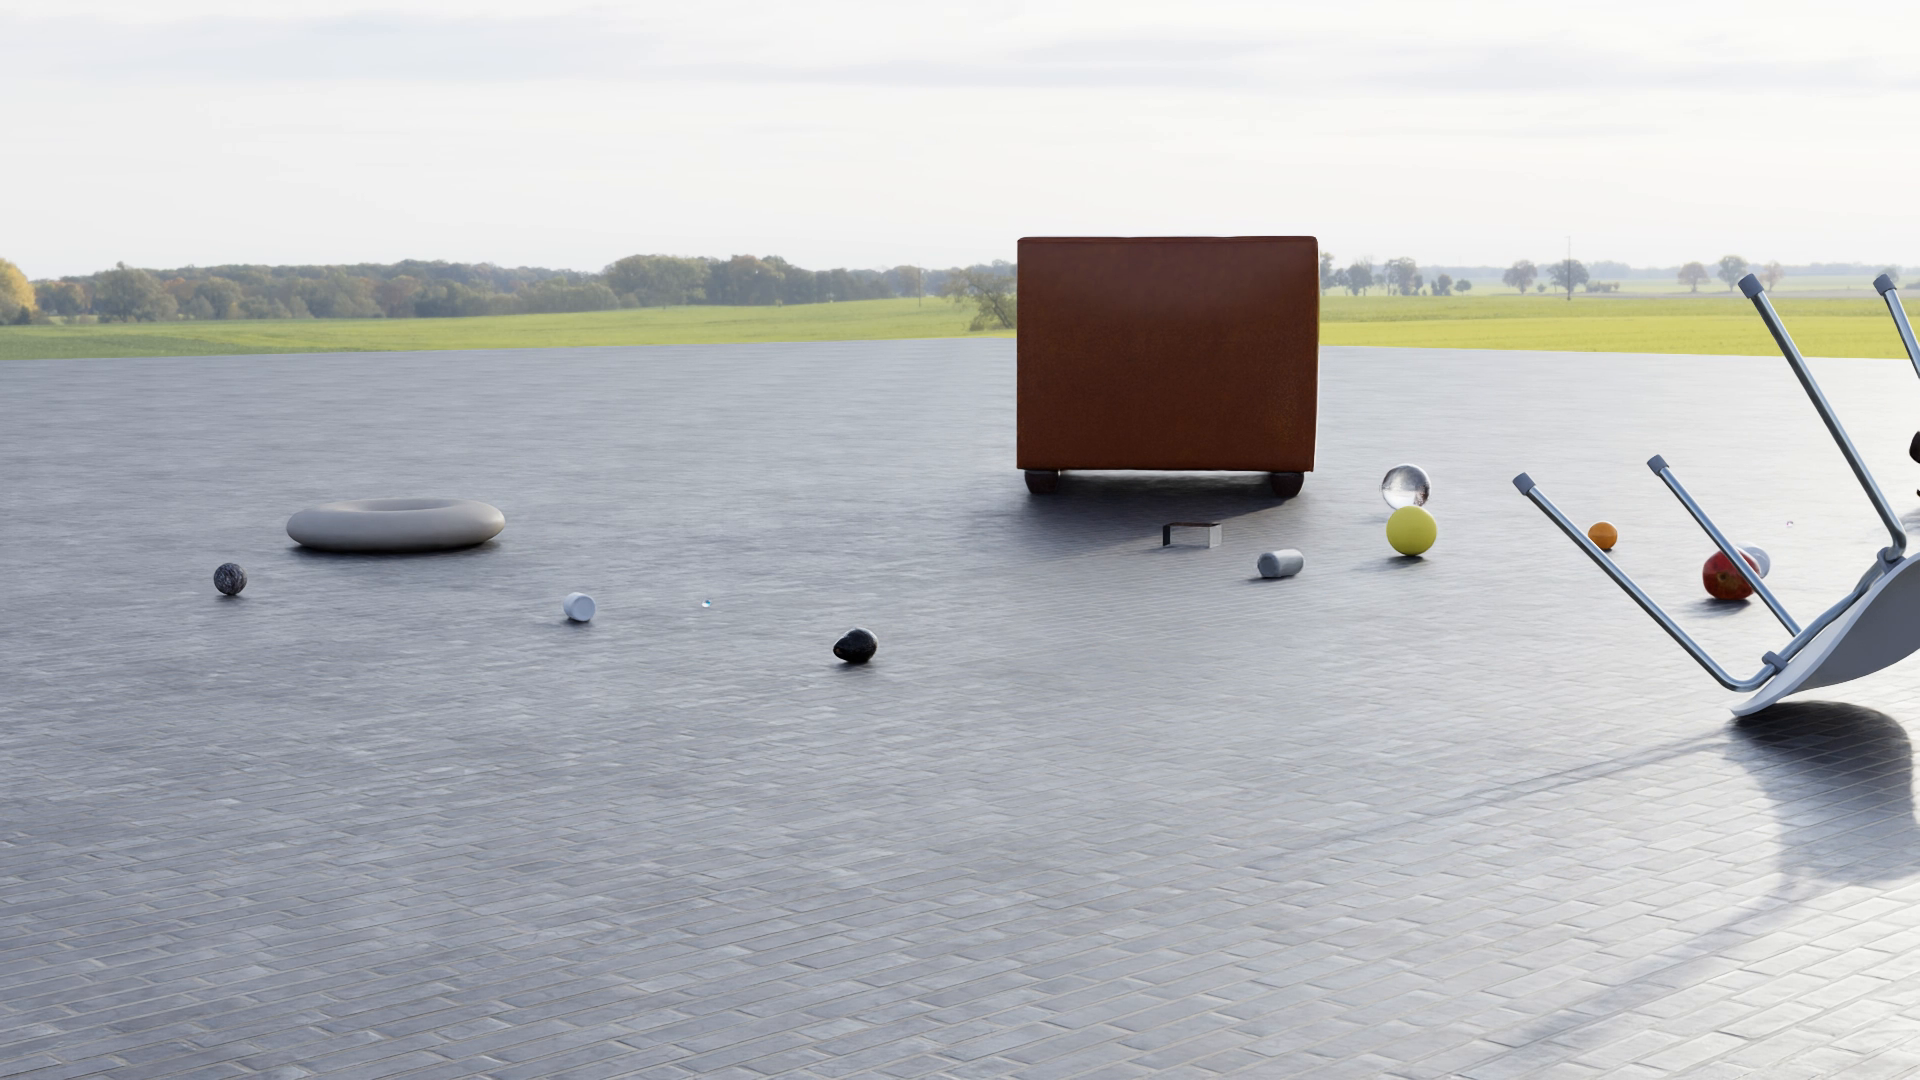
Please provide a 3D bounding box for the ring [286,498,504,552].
[{"bbox_3d":[-1.390,-0.039,6.329,0.529,0.097,0.527,1,7,15],"label":"ring"}]

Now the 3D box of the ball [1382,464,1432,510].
[{"bbox_3d":[1.245,-0.145,7.157,0.136,0.136,0.136,0,6,0],"label":"ball"}]

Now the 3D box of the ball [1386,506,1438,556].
[{"bbox_3d":[1.064,-0.022,6.046,0.119,0.119,0.119,0,6,0],"label":"ball"}]

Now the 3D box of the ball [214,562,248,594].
[{"bbox_3d":[-1.509,0.080,5.307,0.067,0.067,0.067,0,6,0],"label":"ball"}]

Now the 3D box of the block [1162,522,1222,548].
[{"bbox_3d":[0.569,-0.012,6.283,0.120,0.051,0.093,3,6,23],"label":"block"}]
